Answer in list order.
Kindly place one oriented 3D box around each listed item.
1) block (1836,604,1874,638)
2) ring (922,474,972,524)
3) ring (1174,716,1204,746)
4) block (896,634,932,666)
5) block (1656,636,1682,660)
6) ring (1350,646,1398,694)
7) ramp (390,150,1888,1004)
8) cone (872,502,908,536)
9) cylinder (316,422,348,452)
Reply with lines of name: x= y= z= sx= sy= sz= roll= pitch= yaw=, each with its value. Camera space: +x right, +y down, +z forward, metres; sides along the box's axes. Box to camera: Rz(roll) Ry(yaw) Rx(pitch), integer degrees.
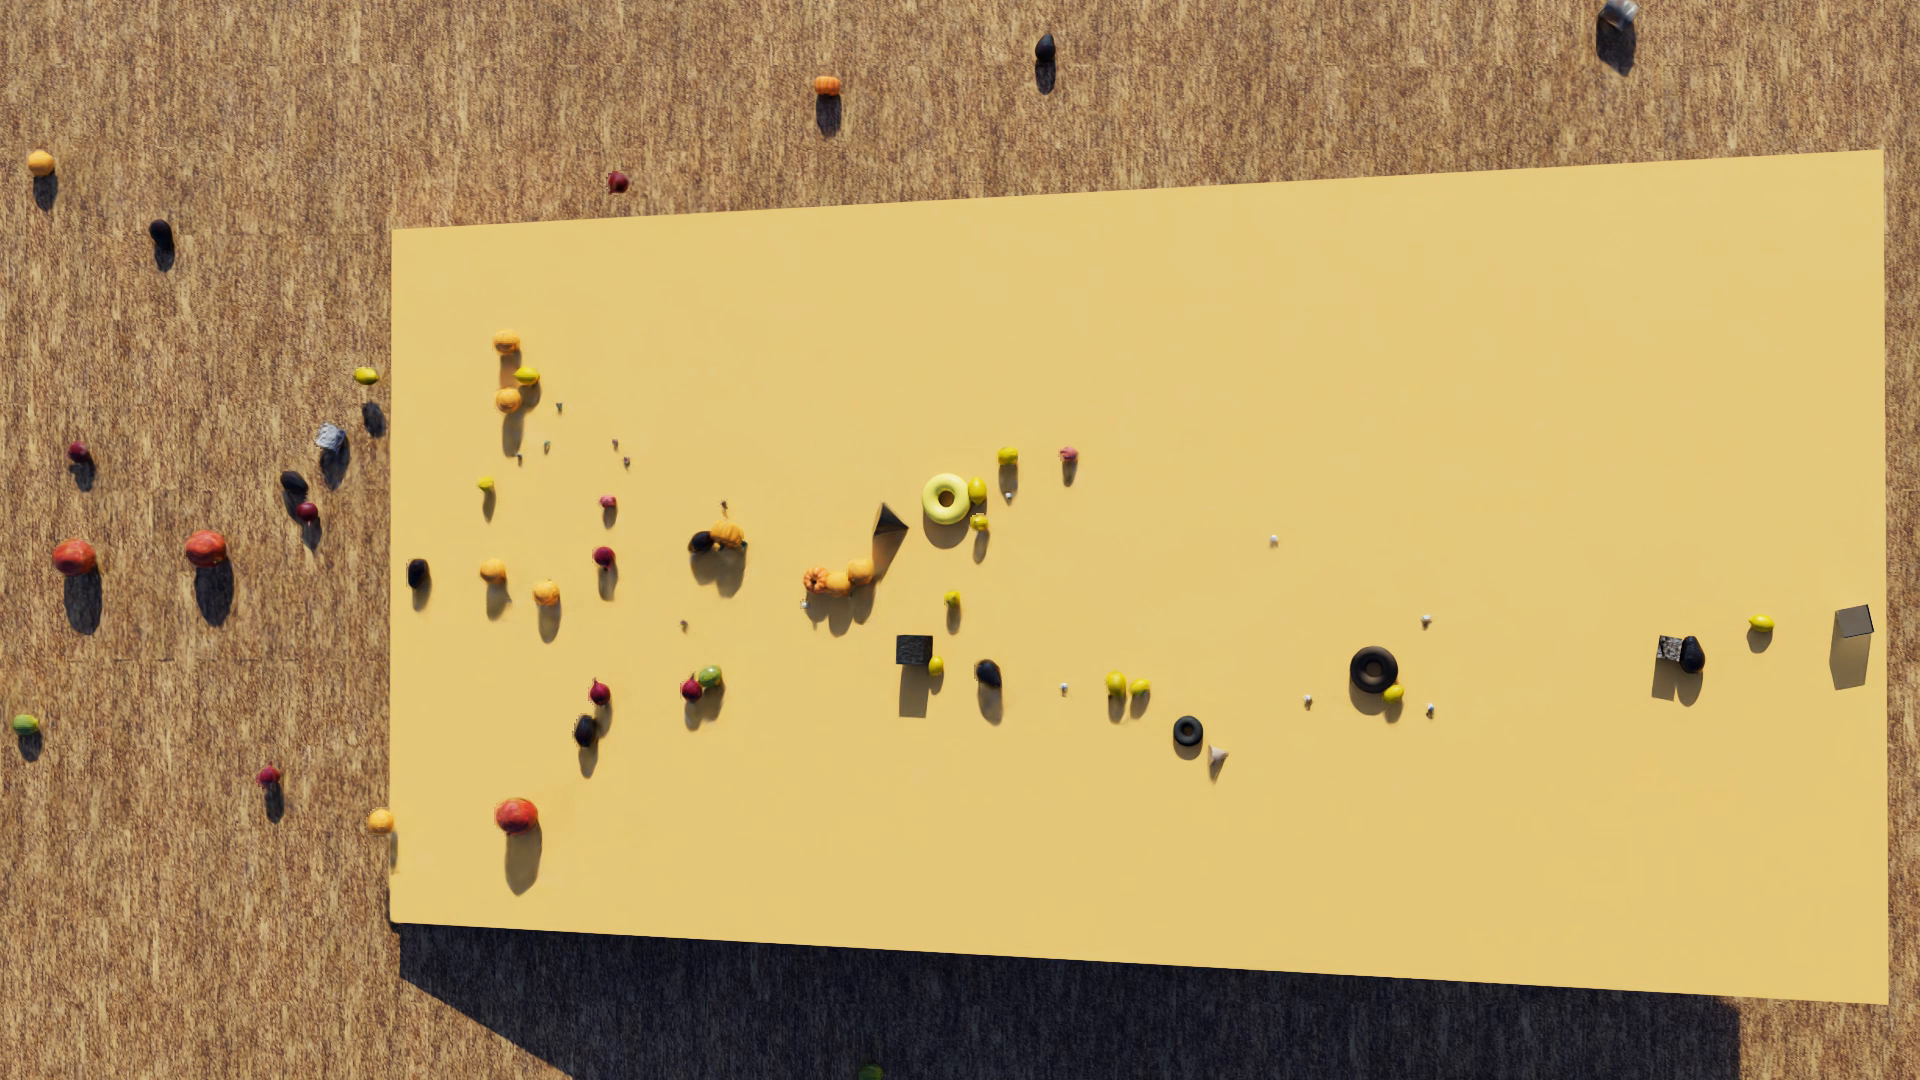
block: x=2.088 y=0.189 z=5.131 sx=0.067 sy=0.067 sz=0.067 roll=-13 pitch=85 yaw=17
ring: x=-0.036 y=-0.108 z=5.823 sx=0.137 sy=0.046 sz=0.137 roll=0 pitch=90 yaw=17
ring: x=0.584 y=0.489 z=5.627 sx=0.080 sy=0.027 sz=0.080 roll=1 pitch=92 yaw=21
block: x=-0.121 y=0.291 z=5.828 sx=0.076 sy=0.076 sz=0.076 roll=1 pitch=90 yaw=18
block: x=1.697 y=0.258 z=5.262 sx=0.053 sy=0.053 sz=0.053 roll=10 pitch=92 yaw=18
ring: x=1.031 y=0.323 z=5.480 sx=0.120 sy=0.040 sz=0.120 roll=0 pitch=90 yaw=17
ramp: x=0.275 y=0.093 z=5.797 sx=4.000 sy=0.100 sz=2.000 roll=0 pitch=89 yaw=18
cone: x=-0.178 y=-0.044 z=5.869 sx=0.092 sy=0.092 sz=0.092 roll=17 pitch=89 yaw=-10
cylinder: x=-1.835 y=-0.301 z=6.423 sx=0.067 sy=0.067 sz=0.067 roll=24 pitch=89 yaw=0
